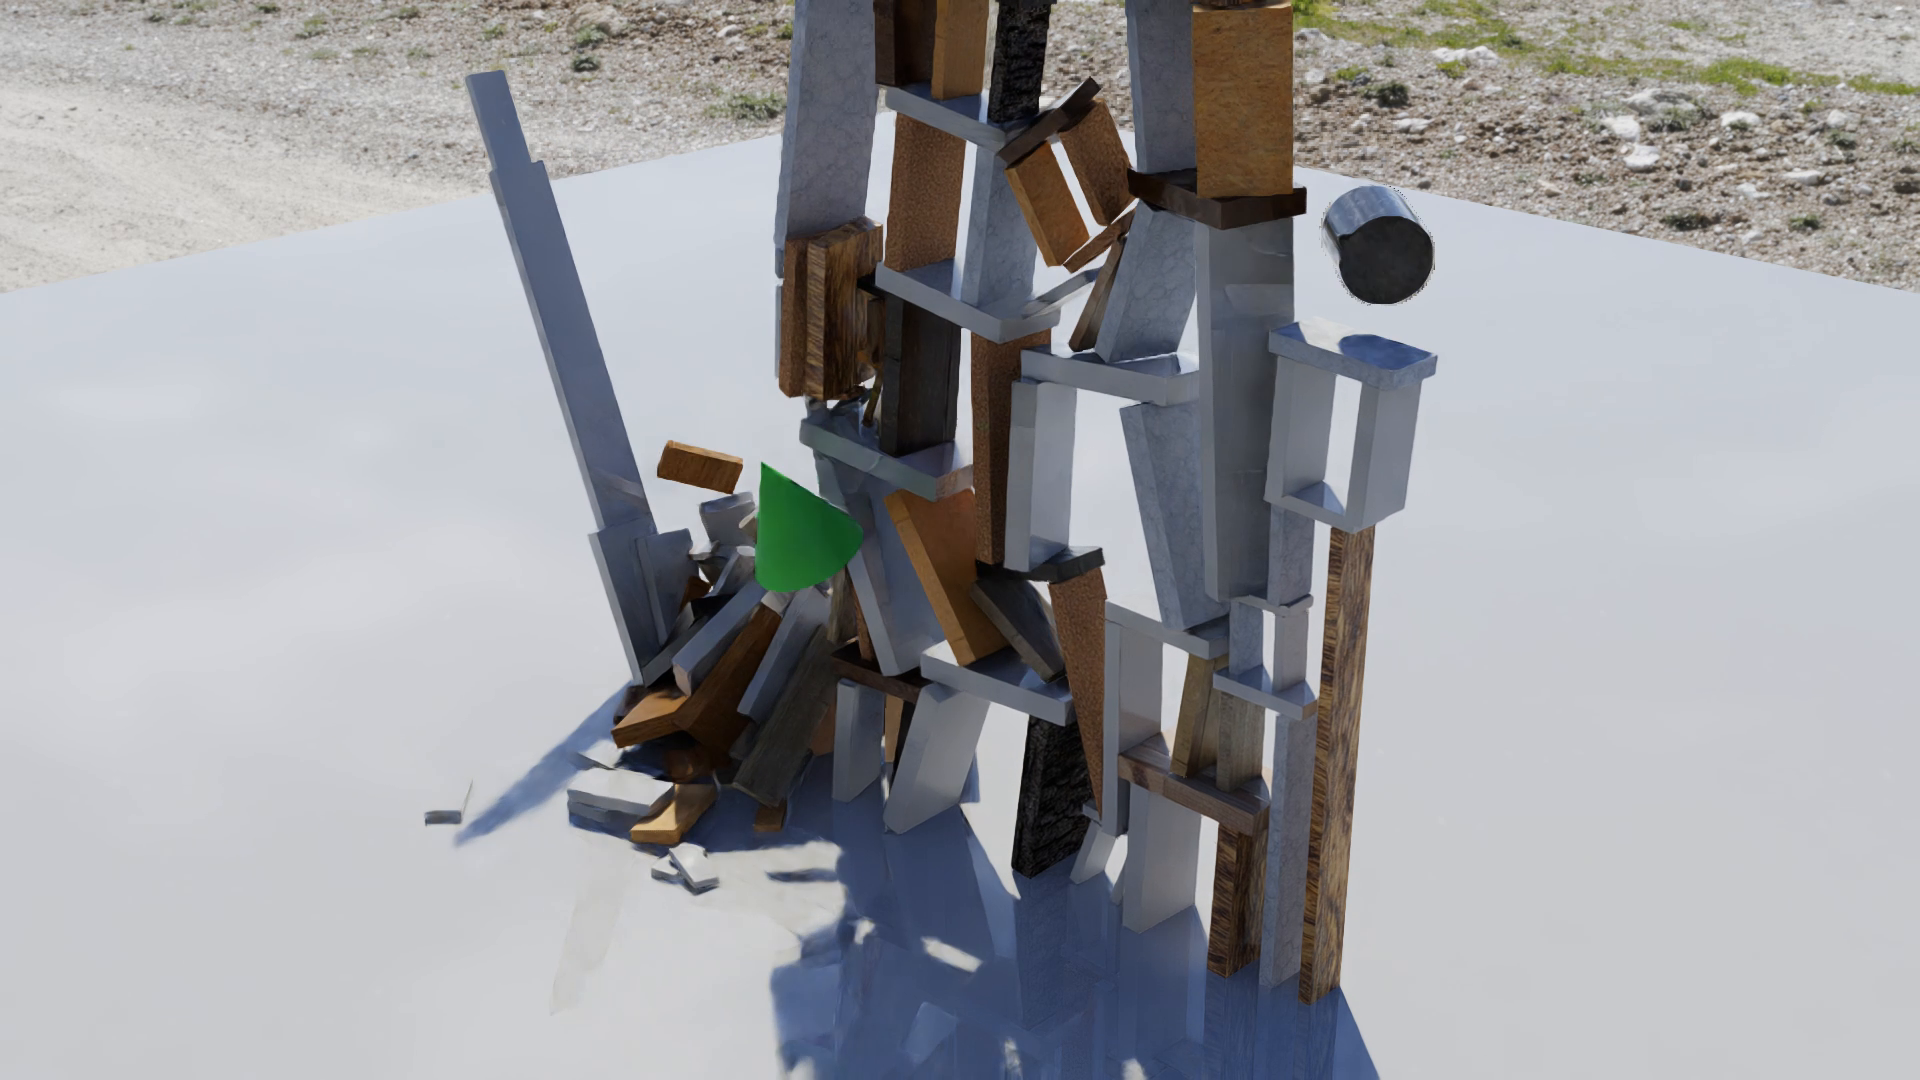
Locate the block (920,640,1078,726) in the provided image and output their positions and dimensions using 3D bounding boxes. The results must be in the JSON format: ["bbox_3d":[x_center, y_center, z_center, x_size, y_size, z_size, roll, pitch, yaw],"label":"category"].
[{"bbox_3d":[0.114,0.255,4.197,0.350,0.050,0.175,17,28,37],"label":"block"}]

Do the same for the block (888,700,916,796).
[{"bbox_3d":[-0.070,0.414,4.437,0.038,0.268,0.134,31,36,33],"label":"block"}]

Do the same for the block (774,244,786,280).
[{"bbox_3d":[-0.315,-0.607,4.353,0.095,0.190,0.027,-12,47,-18],"label":"block"}]

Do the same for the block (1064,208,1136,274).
[{"bbox_3d":[0.250,-0.512,3.740,0.081,0.023,0.161,-37,1,-38],"label":"block"}]

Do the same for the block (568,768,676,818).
[{"bbox_3d":[-0.684,0.510,4.448,0.194,0.028,0.097,8,24,22],"label":"block"}]

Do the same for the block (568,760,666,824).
[{"bbox_3d":[-0.703,0.516,4.510,0.097,0.028,0.194,13,26,28],"label":"block"}]

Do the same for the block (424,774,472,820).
[{"bbox_3d":[-1.045,0.526,4.495,0.073,0.021,0.147,-1,23,-3],"label":"block"}]

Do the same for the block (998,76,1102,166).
[{"bbox_3d":[0.147,-0.690,3.625,0.095,0.027,0.190,-49,13,-32],"label":"block"}]

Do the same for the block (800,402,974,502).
[{"bbox_3d":[-0.122,-0.178,4.253,0.353,0.050,0.176,24,32,34],"label":"block"}]

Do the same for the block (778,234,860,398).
[{"bbox_3d":[-0.264,-0.440,4.289,0.161,0.321,0.046,-13,37,-27],"label":"block"}]

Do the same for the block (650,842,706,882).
[{"bbox_3d":[-0.546,0.625,4.269,0.054,0.015,0.109,12,26,26],"label":"block"}]

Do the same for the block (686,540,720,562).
[{"bbox_3d":[-0.581,0.025,4.984,0.054,0.015,0.107,-8,13,8],"label":"block"}]

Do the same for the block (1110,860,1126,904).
[{"bbox_3d":[0.336,0.610,4.125,0.077,0.155,0.022,-20,49,-42],"label":"block"}]

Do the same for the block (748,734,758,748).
[{"bbox_3d":[-0.393,0.430,4.539,0.019,0.067,0.134,-10,-5,-31],"label":"block"}]

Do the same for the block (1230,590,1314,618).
[{"bbox_3d":[0.520,0.094,3.706,0.137,0.019,0.068,19,30,42],"label":"block"}]

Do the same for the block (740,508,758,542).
[{"bbox_3d":[-0.349,0.006,4.665,0.111,0.222,0.031,-39,25,15],"label":"block"}]

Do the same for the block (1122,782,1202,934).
[{"bbox_3d":[0.375,0.560,4.049,0.153,0.305,0.043,-20,32,-39],"label":"block"}]

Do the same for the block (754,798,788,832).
[{"bbox_3d":[-0.381,0.555,4.433,0.054,0.015,0.109,1,23,2],"label":"block"}]

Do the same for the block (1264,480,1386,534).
[{"bbox_3d":[0.590,-0.061,3.560,0.177,0.025,0.089,24,33,39],"label":"block"}]

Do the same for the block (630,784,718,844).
[{"bbox_3d":[-0.573,0.548,4.413,0.097,0.028,0.194,-2,21,21],"label":"block"}]

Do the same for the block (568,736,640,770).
[{"bbox_3d":[-0.753,0.458,4.654,0.147,0.021,0.073,18,29,36],"label":"block"}]

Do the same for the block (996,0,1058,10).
[{"bbox_3d":[0.061,-0.944,3.725,0.199,0.028,0.099,29,35,35],"label":"block"}]

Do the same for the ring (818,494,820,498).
[{"bbox_3d":[-0.331,0.017,5.487,0.417,0.139,0.417,2,28,-1],"label":"ring"}]

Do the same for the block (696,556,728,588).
[{"bbox_3d":[-0.504,0.086,4.941,0.182,0.091,0.026,10,51,42],"label":"block"}]

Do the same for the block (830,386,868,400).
[{"bbox_3d":[-0.224,-0.286,4.278,0.046,0.013,0.092,-26,16,-29],"label":"block"}]

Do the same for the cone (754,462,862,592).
[{"bbox_3d":[-0.327,-0.061,4.118,0.224,0.224,0.224,-17,34,12],"label":"cone"}]

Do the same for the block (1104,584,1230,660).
[{"bbox_3d":[0.385,0.141,3.849,0.123,0.035,0.247,-17,27,-39],"label":"block"}]

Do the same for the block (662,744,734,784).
[{"bbox_3d":[-0.549,0.464,4.606,0.134,0.019,0.067,-12,54,-26],"label":"block"}]

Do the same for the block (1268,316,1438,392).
[{"bbox_3d":[0.612,-0.292,3.432,0.235,0.033,0.117,24,33,39],"label":"block"}]

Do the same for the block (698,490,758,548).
[{"bbox_3d":[-0.511,-0.009,5.068,0.126,0.251,0.036,-15,52,-1],"label":"block"}]

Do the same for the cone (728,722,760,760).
[{"bbox_3d":[-0.434,0.285,4.730,0.280,0.280,0.280,0,23,0],"label":"cone"}]

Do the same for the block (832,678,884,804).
[{"bbox_3d":[-0.206,0.389,4.498,0.038,0.268,0.134,15,27,23],"label":"block"}]

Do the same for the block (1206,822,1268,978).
[{"bbox_3d":[0.515,0.615,3.919,0.153,0.305,0.043,-21,33,-41],"label":"block"}]

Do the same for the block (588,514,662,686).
[{"bbox_3d":[-0.719,0.135,5.003,0.152,0.358,0.043,-20,5,-38],"label":"block"}]

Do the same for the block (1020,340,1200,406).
[{"bbox_3d":[0.290,-0.298,3.839,0.174,0.049,0.348,-15,22,-40],"label":"block"}]

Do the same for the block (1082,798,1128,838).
[{"bbox_3d":[0.311,0.519,4.114,0.077,0.022,0.155,-18,29,-39],"label":"block"}]

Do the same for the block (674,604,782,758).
[{"bbox_3d":[-0.452,0.294,4.567,0.043,0.152,0.303,30,79,35],"label":"block"}]

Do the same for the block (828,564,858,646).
[{"bbox_3d":[-0.213,0.107,4.442,0.028,0.200,0.100,30,37,33],"label":"block"}]

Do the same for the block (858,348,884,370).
[{"bbox_3d":[-0.129,-0.341,4.211,0.064,0.018,0.128,-20,35,-40],"label":"block"}]

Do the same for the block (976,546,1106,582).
[{"bbox_3d":[0.149,0.043,4.113,0.117,0.033,0.235,-20,13,-36],"label":"block"}]

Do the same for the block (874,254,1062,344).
[{"bbox_3d":[0.013,-0.448,4.000,0.318,0.045,0.159,29,36,36],"label":"block"}]

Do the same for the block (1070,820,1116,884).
[{"bbox_3d":[0.263,0.581,4.192,0.077,0.155,0.022,-20,49,-41],"label":"block"}]

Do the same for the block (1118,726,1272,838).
[{"bbox_3d":[0.447,0.427,3.914,0.305,0.043,0.153,21,31,41],"label":"block"}]

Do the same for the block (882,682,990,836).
[{"bbox_3d":[-0.039,0.410,4.348,0.050,0.350,0.175,38,40,28],"label":"block"}]

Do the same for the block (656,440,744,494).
[{"bbox_3d":[-0.586,-0.163,4.958,0.178,0.089,0.025,13,36,-18],"label":"block"}]

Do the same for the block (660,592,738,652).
[{"bbox_3d":[-0.550,0.201,4.863,0.161,0.046,0.322,-8,-20,-23],"label":"block"}]

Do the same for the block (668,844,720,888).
[{"bbox_3d":[-0.512,0.627,4.233,0.054,0.015,0.109,-9,34,-33],"label":"block"}]

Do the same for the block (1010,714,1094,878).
[{"bbox_3d":[0.191,0.462,4.218,0.050,0.350,0.175,27,34,35],"label":"block"}]

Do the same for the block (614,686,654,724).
[{"bbox_3d":[-0.715,0.366,4.873,0.073,0.021,0.147,2,23,4],"label":"block"}]

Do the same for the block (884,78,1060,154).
[{"bbox_3d":[0.023,-0.748,3.850,0.291,0.041,0.145,29,35,35],"label":"block"}]

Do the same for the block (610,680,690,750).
[{"bbox_3d":[-0.627,0.360,4.737,0.152,0.043,0.303,-17,11,15],"label":"block"}]

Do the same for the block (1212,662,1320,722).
[{"bbox_3d":[0.535,0.252,3.745,0.095,0.027,0.191,-21,30,-40],"label":"block"}]

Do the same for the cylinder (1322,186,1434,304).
[{"bbox_3d":[0.646,-0.458,3.410,0.144,0.144,0.144,-1,28,-2],"label":"cylinder"}]

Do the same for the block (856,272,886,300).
[{"bbox_3d":[-0.129,-0.471,4.142,0.122,0.017,0.061,28,37,31],"label":"block"}]

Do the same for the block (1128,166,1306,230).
[{"bbox_3d":[0.408,-0.560,3.524,0.152,0.043,0.304,-14,24,-20],"label":"block"}]

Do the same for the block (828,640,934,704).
[{"bbox_3d":[-0.119,0.261,4.402,0.268,0.038,0.134,17,28,35],"label":"block"}]

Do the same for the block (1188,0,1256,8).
[{"bbox_3d":[0.383,-0.869,3.394,0.145,0.041,0.291,-14,24,-21],"label":"block"}]
